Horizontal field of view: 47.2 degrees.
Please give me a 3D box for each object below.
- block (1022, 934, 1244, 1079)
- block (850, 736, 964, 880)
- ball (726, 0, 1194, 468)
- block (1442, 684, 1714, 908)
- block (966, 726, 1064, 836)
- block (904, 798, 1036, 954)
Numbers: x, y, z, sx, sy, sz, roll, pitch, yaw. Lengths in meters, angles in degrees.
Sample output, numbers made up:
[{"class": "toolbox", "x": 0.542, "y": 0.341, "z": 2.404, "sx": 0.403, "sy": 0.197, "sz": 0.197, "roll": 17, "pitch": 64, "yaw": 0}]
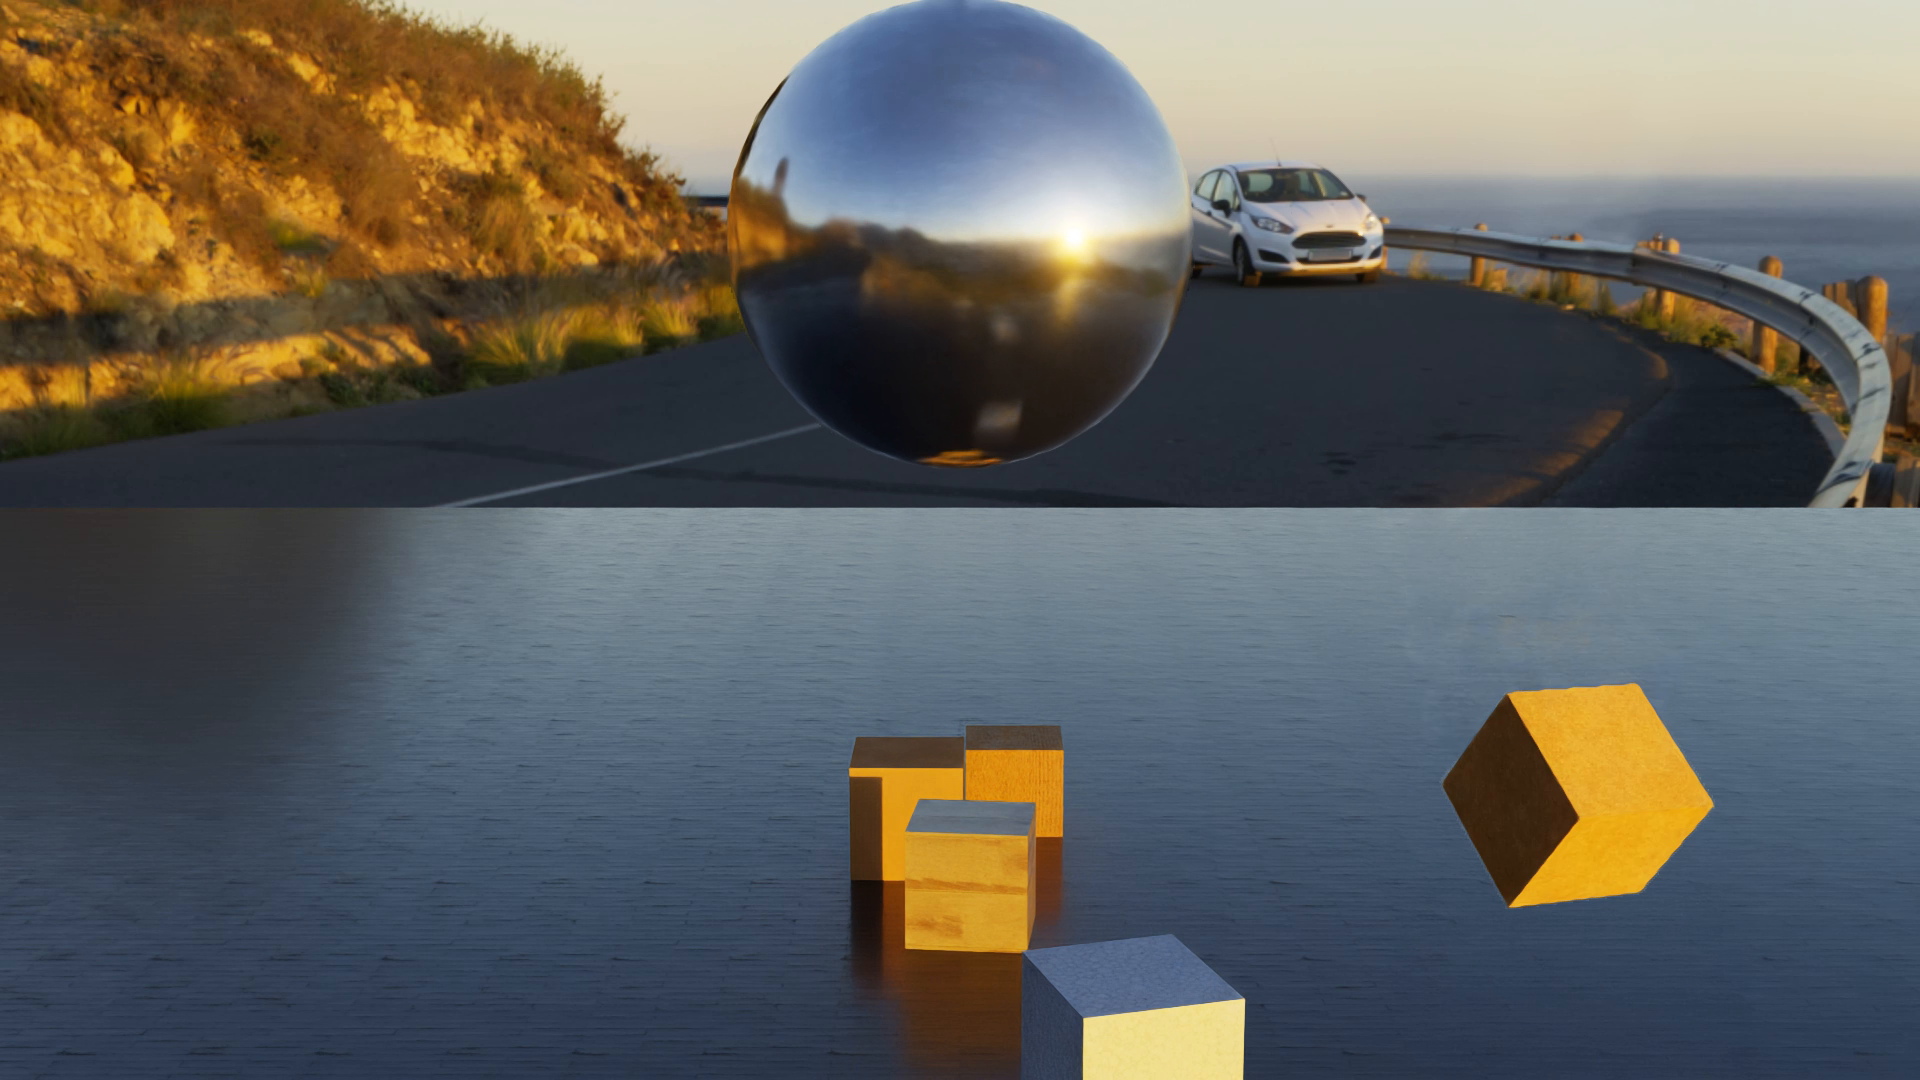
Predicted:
[{"class": "block", "x": 0.596, "y": 1.829, "z": 7.768, "sx": 0.584, "sy": 0.622, "sz": 0.650, "roll": -3, "pitch": 11, "yaw": -17}, {"class": "block", "x": -0.253, "y": 1.311, "z": 10.792, "sx": 0.540, "sy": 0.558, "sz": 0.557, "roll": 0, "pitch": 10, "yaw": 1}, {"class": "ball", "x": 0.000, "y": -1.044, "z": 7.545, "sx": 1.600, "sy": 1.600, "sz": 1.600, "roll": 0, "pitch": 10, "yaw": 0}, {"class": "block", "x": 1.368, "y": 0.566, "z": 4.900, "sx": 0.367, "sy": 0.329, "sz": 0.341, "roll": -2, "pitch": 48, "yaw": -25}, {"class": "block", "x": 0.279, "y": 1.248, "z": 11.426, "sx": 0.496, "sy": 0.457, "sz": 0.479, "roll": 0, "pitch": 10, "yaw": 0}, {"class": "block", "x": 0.053, "y": 1.496, "z": 9.839, "sx": 0.537, "sy": 0.536, "sz": 0.491, "roll": 1, "pitch": 10, "yaw": 6}]
